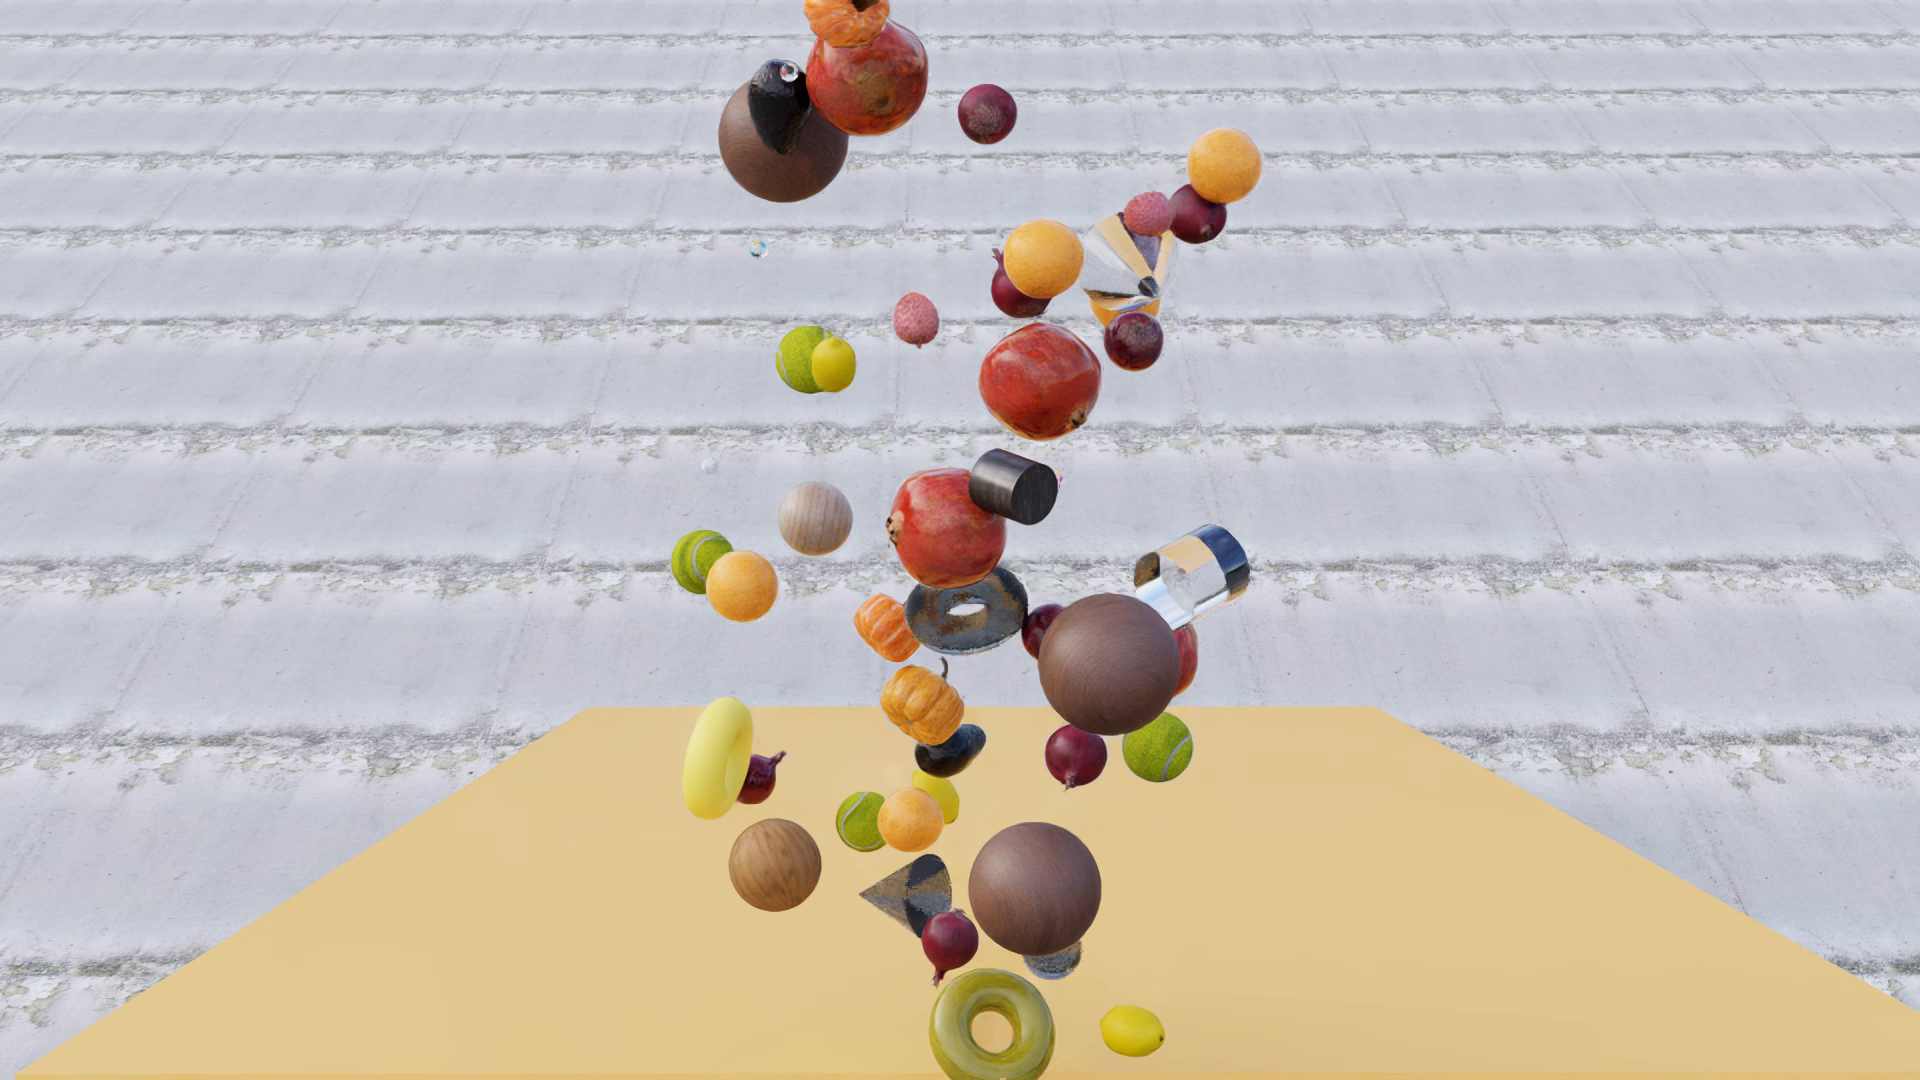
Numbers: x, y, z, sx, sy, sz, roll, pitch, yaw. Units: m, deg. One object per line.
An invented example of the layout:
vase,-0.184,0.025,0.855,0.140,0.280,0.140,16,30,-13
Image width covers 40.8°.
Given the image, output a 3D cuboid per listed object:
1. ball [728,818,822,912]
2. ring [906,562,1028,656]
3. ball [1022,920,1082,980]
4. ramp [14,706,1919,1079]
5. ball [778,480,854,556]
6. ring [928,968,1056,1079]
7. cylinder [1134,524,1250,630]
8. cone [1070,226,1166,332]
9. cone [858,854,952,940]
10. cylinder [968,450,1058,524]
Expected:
ball,-0.195,0.342,2.717,0.098,0.098,0.098,0,26,0
ring,0.007,0.067,2.519,0.122,0.122,0.041,-3,49,-7
ball,0.095,0.421,2.652,0.063,0.063,0.063,0,26,0
ramp,0.058,0.527,4.564,2.000,0.100,4.000,0,2,0
ball,-0.148,-0.022,2.645,0.078,0.078,0.078,0,26,0
ring,0.032,0.483,2.532,0.128,0.043,0.128,6,63,-12
cylinder,0.214,0.034,2.374,0.076,0.076,0.076,-26,35,-35
cone,0.167,-0.240,2.372,0.099,0.099,0.099,-11,9,-21
cone,-0.073,0.385,2.795,0.093,0.093,0.093,-3,21,32
cylinder,0.048,-0.048,2.314,0.057,0.057,0.057,-21,27,-37
